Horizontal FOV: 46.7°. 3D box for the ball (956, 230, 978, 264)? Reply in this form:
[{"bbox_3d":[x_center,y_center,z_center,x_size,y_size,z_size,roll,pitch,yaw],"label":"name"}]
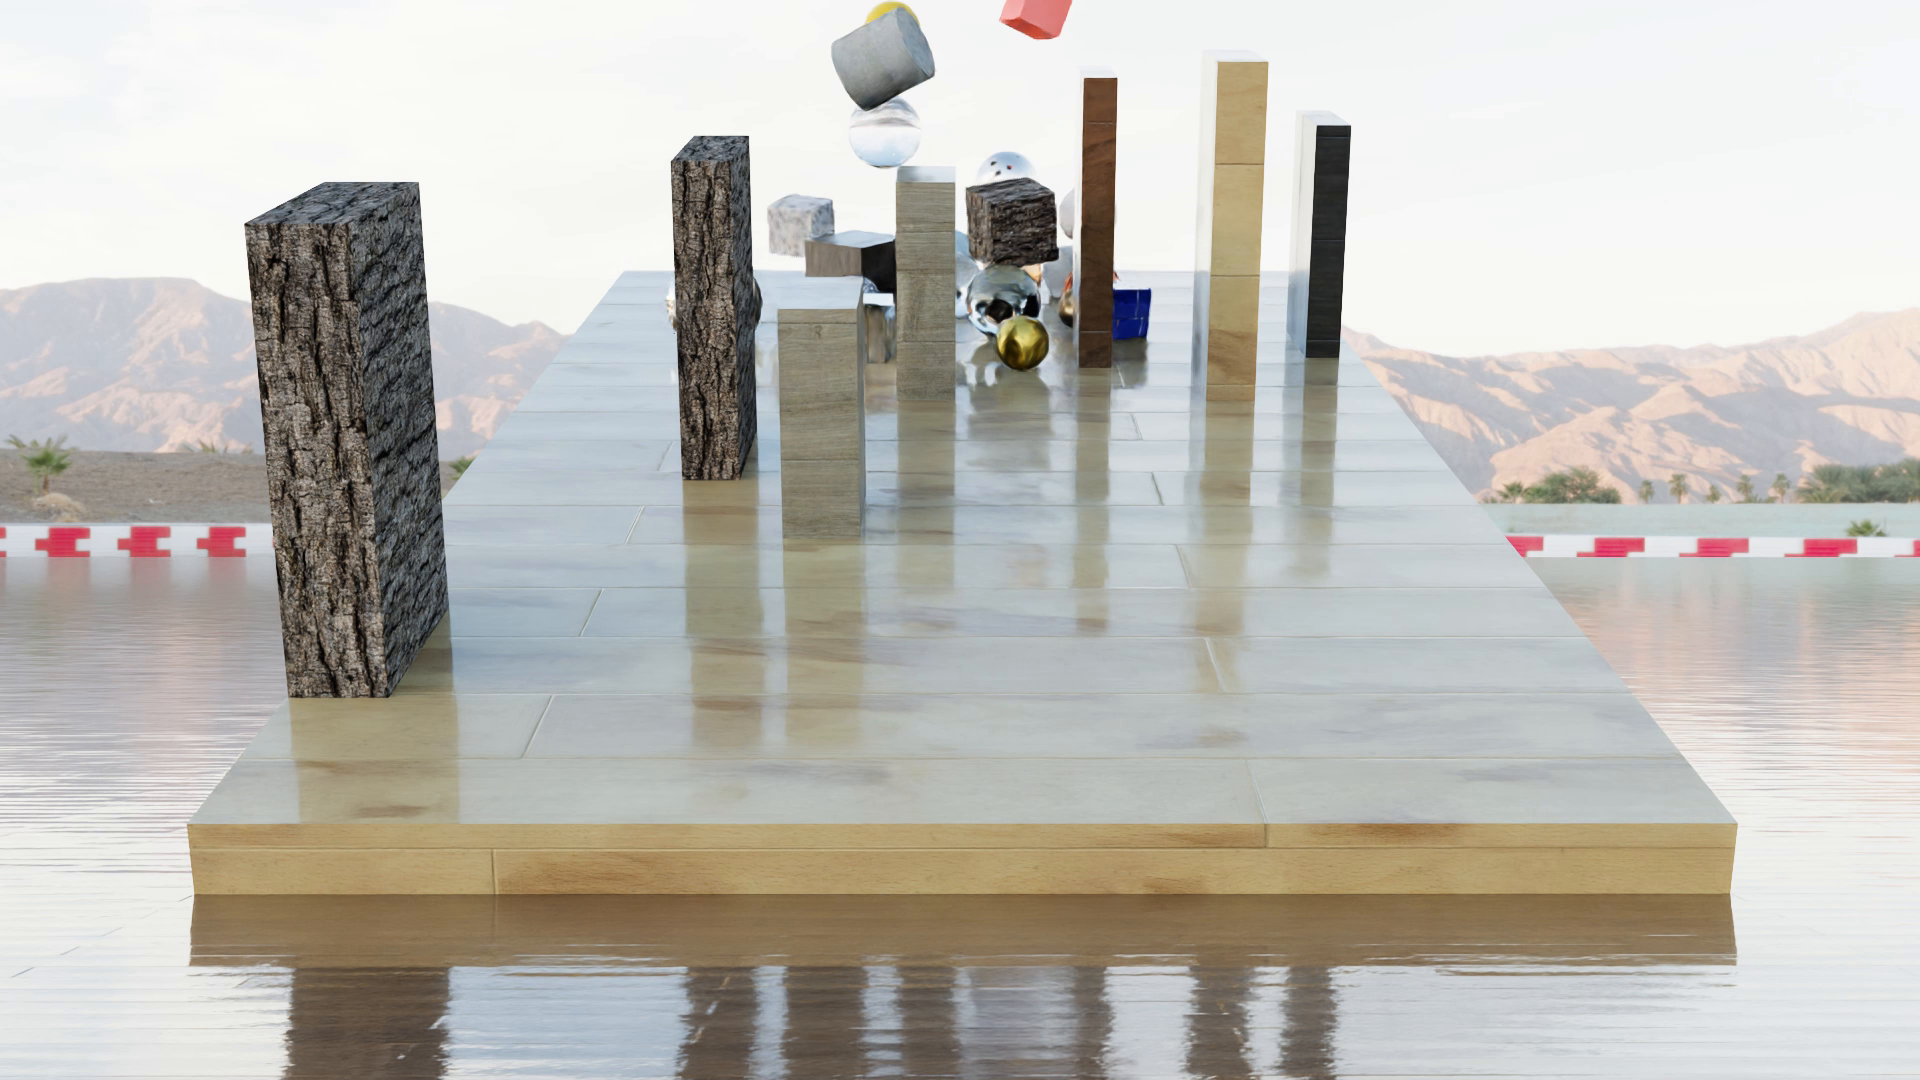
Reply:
[{"bbox_3d":[-0.030,-0.814,6.418,0.165,0.165,0.165,0,0,0],"label":"ball"}]

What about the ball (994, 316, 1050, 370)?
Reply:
[{"bbox_3d":[0.150,-0.476,5.372,0.134,0.134,0.134,0,0,0],"label":"ball"}]

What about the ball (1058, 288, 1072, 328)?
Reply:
[{"bbox_3d":[0.314,-0.609,5.840,0.114,0.114,0.114,0,0,0],"label":"ball"}]

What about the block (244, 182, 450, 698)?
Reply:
[{"bbox_3d":[-0.920,-0.164,3.385,0.148,0.704,0.415,0,17,0],"label":"block"}]

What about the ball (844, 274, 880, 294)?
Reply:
[{"bbox_3d":[-0.277,-0.620,5.819,0.146,0.146,0.146,0,0,0],"label":"ball"}]

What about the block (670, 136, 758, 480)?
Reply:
[{"bbox_3d":[-0.498,-0.483,4.543,0.115,0.633,0.416,0,17,0],"label":"block"}]

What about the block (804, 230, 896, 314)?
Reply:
[{"bbox_3d":[-0.277,-0.718,6.037,0.202,0.202,0.202,13,22,36],"label":"block"}]

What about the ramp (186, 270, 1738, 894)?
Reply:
[{"bbox_3d":[-0.003,-0.175,4.792,2.000,0.100,4.000,0,17,0],"label":"ramp"}]

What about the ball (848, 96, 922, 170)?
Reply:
[{"bbox_3d":[-0.209,-1.139,6.193,0.209,0.209,0.209,0,0,0],"label":"ball"}]

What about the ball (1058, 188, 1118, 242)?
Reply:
[{"bbox_3d":[0.359,-0.912,6.234,0.168,0.168,0.168,0,0,0],"label":"ball"}]

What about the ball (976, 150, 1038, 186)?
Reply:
[{"bbox_3d":[0.136,-1.031,6.409,0.182,0.182,0.182,0,0,0],"label":"ball"}]

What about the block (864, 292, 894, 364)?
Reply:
[{"bbox_3d":[-0.247,-0.528,5.520,0.146,0.146,0.146,2,17,7],"label":"block"}]

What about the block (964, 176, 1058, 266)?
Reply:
[{"bbox_3d":[0.135,-0.829,5.826,0.181,0.181,0.181,-12,26,-18],"label":"block"}]

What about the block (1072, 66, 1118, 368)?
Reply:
[{"bbox_3d":[0.329,-0.796,5.458,0.081,0.696,0.301,0,17,0],"label":"block"}]

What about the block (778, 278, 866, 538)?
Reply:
[{"bbox_3d":[-0.254,-0.252,4.147,0.141,0.425,0.309,0,17,0],"label":"block"}]

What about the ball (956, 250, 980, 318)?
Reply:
[{"bbox_3d":[-0.028,-0.686,5.971,0.183,0.183,0.183,0,0,0],"label":"ball"}]

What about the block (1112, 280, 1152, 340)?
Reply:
[{"bbox_3d":[0.400,-0.596,5.754,0.128,0.128,0.128,-8,19,-38],"label":"block"}]

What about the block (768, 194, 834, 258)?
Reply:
[{"bbox_3d":[-0.439,-0.867,6.148,0.135,0.135,0.135,11,27,21],"label":"block"}]

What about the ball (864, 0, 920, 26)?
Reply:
[{"bbox_3d":[-0.194,-1.451,6.322,0.164,0.164,0.164,0,0,0],"label":"ball"}]

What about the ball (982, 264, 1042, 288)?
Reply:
[{"bbox_3d":[0.143,-0.728,6.133,0.169,0.169,0.169,0,0,0],"label":"ball"}]

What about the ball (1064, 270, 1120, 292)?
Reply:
[{"bbox_3d":[0.356,-0.668,5.957,0.157,0.157,0.157,0,0,0],"label":"ball"}]

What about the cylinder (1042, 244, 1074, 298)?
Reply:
[{"bbox_3d":[0.335,-0.763,6.287,0.146,0.146,0.146,-10,5,-30],"label":"cylinder"}]

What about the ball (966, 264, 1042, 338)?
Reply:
[{"bbox_3d":[0.111,-0.612,5.712,0.195,0.195,0.195,0,0,0],"label":"ball"}]

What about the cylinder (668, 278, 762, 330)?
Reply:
[{"bbox_3d":[-0.632,-0.608,5.729,0.175,0.175,0.175,9,4,26],"label":"cylinder"}]

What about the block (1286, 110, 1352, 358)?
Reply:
[{"bbox_3d":[0.901,-0.776,5.605,0.085,0.572,0.334,0,17,0],"label":"block"}]

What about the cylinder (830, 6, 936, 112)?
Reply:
[{"bbox_3d":[-0.204,-1.279,5.914,0.203,0.203,0.203,-23,-9,20],"label":"cylinder"}]

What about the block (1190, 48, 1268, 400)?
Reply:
[{"bbox_3d":[0.619,-0.732,5.139,0.112,0.762,0.337,0,17,0],"label":"block"}]

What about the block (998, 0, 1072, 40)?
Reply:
[{"bbox_3d":[0.206,-1.430,5.966,0.128,0.128,0.128,20,-1,-26],"label":"block"}]

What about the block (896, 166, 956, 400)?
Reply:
[{"bbox_3d":[-0.077,-0.595,5.140,0.135,0.499,0.259,0,17,0],"label":"block"}]
